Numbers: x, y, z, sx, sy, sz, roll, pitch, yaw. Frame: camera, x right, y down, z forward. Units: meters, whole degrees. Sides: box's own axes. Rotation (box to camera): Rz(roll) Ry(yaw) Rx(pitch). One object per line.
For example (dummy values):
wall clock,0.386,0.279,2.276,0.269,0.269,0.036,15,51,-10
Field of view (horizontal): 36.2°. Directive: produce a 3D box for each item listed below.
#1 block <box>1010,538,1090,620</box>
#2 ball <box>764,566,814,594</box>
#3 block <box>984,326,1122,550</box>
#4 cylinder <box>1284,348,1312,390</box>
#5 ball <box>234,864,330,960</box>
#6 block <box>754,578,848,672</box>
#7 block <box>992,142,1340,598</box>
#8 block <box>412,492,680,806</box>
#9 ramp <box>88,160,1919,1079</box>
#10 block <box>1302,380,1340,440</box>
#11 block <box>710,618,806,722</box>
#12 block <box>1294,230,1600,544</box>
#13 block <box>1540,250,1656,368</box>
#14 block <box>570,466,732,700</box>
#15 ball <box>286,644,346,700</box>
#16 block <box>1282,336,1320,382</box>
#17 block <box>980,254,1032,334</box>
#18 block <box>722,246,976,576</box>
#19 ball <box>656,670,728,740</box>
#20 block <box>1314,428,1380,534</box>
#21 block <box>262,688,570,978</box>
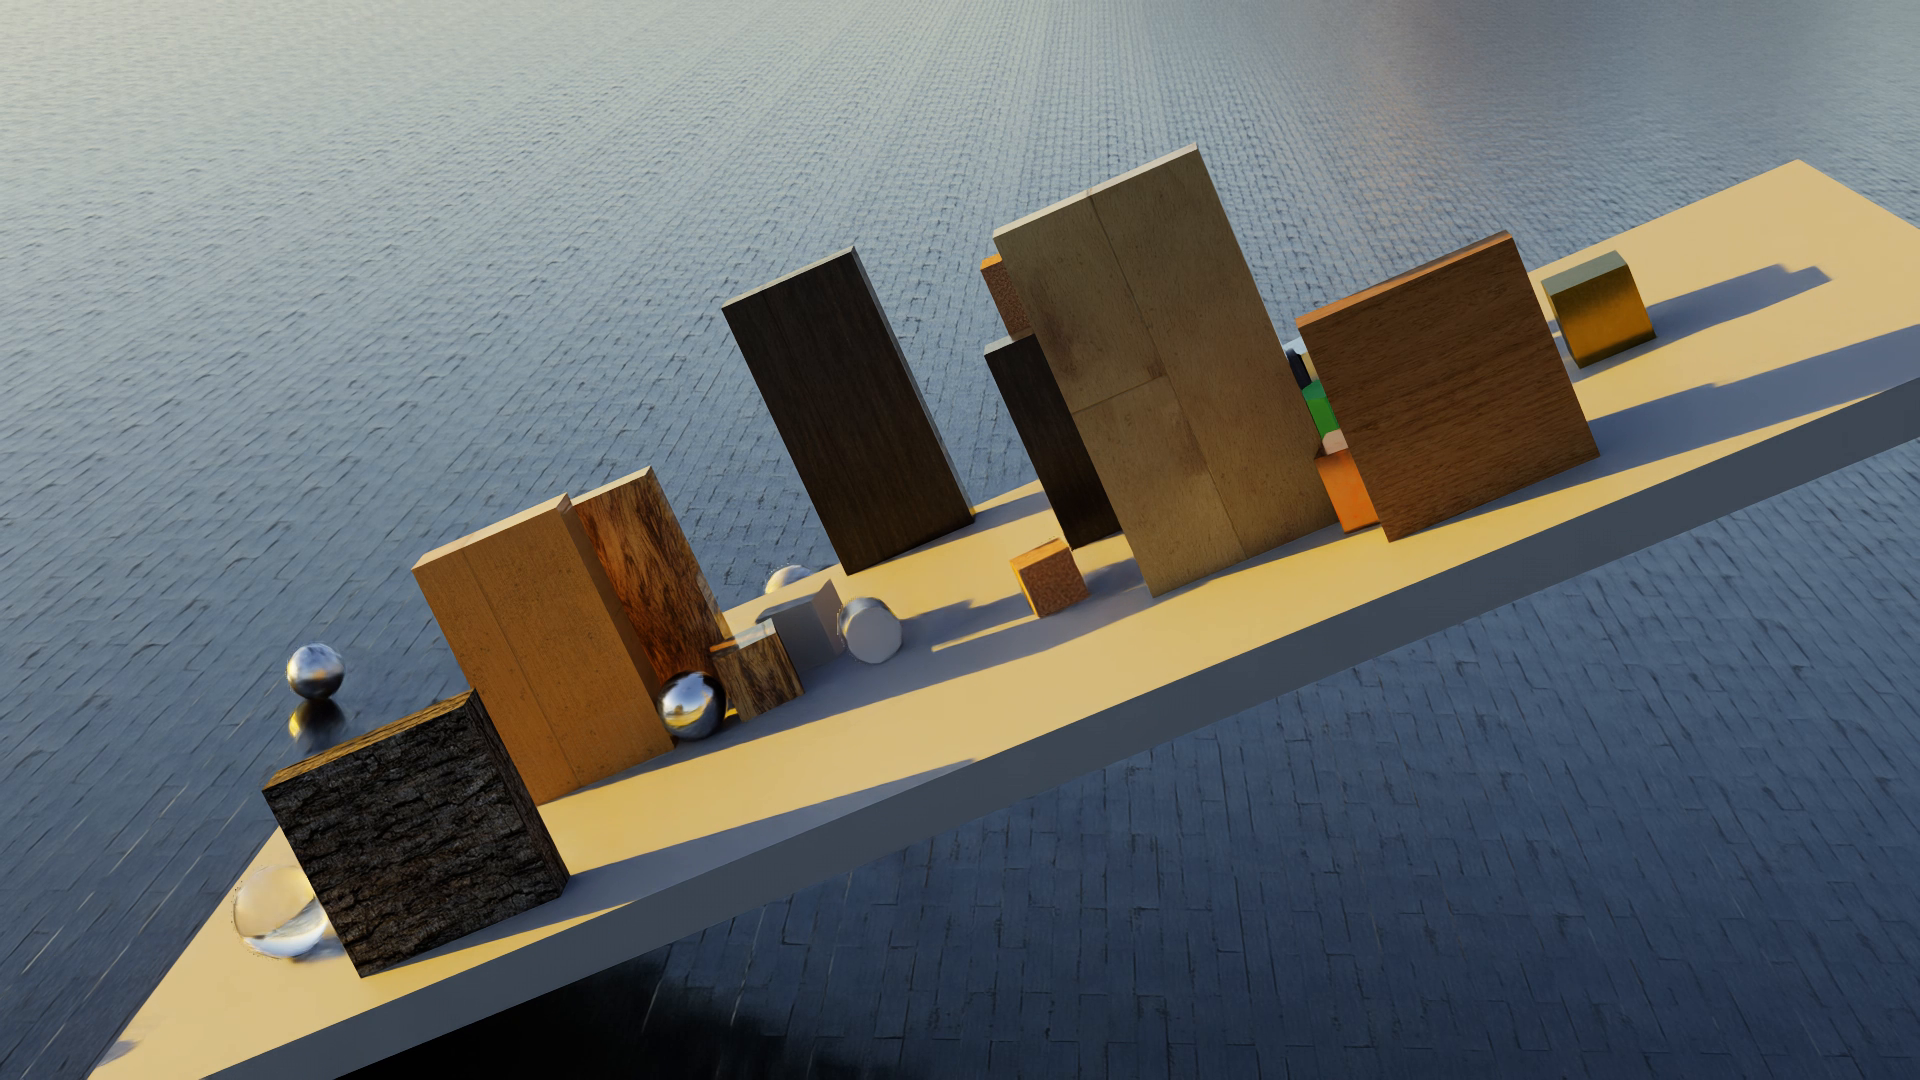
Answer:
block,0.185,0.079,6.068,0.114,0.114,0.114,-25,13,-3
ball,-0.517,0.176,9.218,0.190,0.190,0.190,0,15,0
block,0.340,-0.281,6.408,0.417,0.475,0.108,-23,13,8
cylinder,0.679,-0.293,6.466,0.196,0.196,0.196,-24,15,3
ball,-1.395,0.765,6.048,0.194,0.194,0.194,0,15,0
block,-0.340,0.194,6.511,0.143,0.143,0.143,-20,14,21
block,0.418,-0.326,5.743,0.425,0.784,0.097,-23,13,8
block,-0.884,0.239,6.335,0.345,0.584,0.127,-23,13,8
ramp,0.132,0.170,6.284,4.000,0.100,2.000,-23,13,8
block,0.794,-0.265,6.286,0.131,0.131,0.131,-35,16,-38
block,-0.437,0.280,6.334,0.148,0.148,0.148,-25,13,-3
block,0.902,-0.283,5.445,0.418,0.444,0.091,-23,13,8
block,1.320,-0.478,6.089,0.167,0.167,0.167,-22,13,10
block,-0.725,0.147,6.522,0.331,0.535,0.089,-23,13,8
ball,-1.861,0.381,8.501,0.164,0.164,0.164,0,15,0
block,0.844,-0.382,6.576,0.171,0.171,0.171,-26,13,-6
block,0.301,-0.399,6.641,0.282,0.614,0.126,-23,13,8
block,-0.264,-0.308,7.082,0.339,0.720,0.096,-23,13,8
ball,-0.573,0.352,6.290,0.150,0.150,0.150,0,15,0
block,0.800,-0.134,5.677,0.162,0.162,0.162,-20,14,21
block,-1.048,0.568,5.686,0.434,0.420,0.113,-23,13,8
